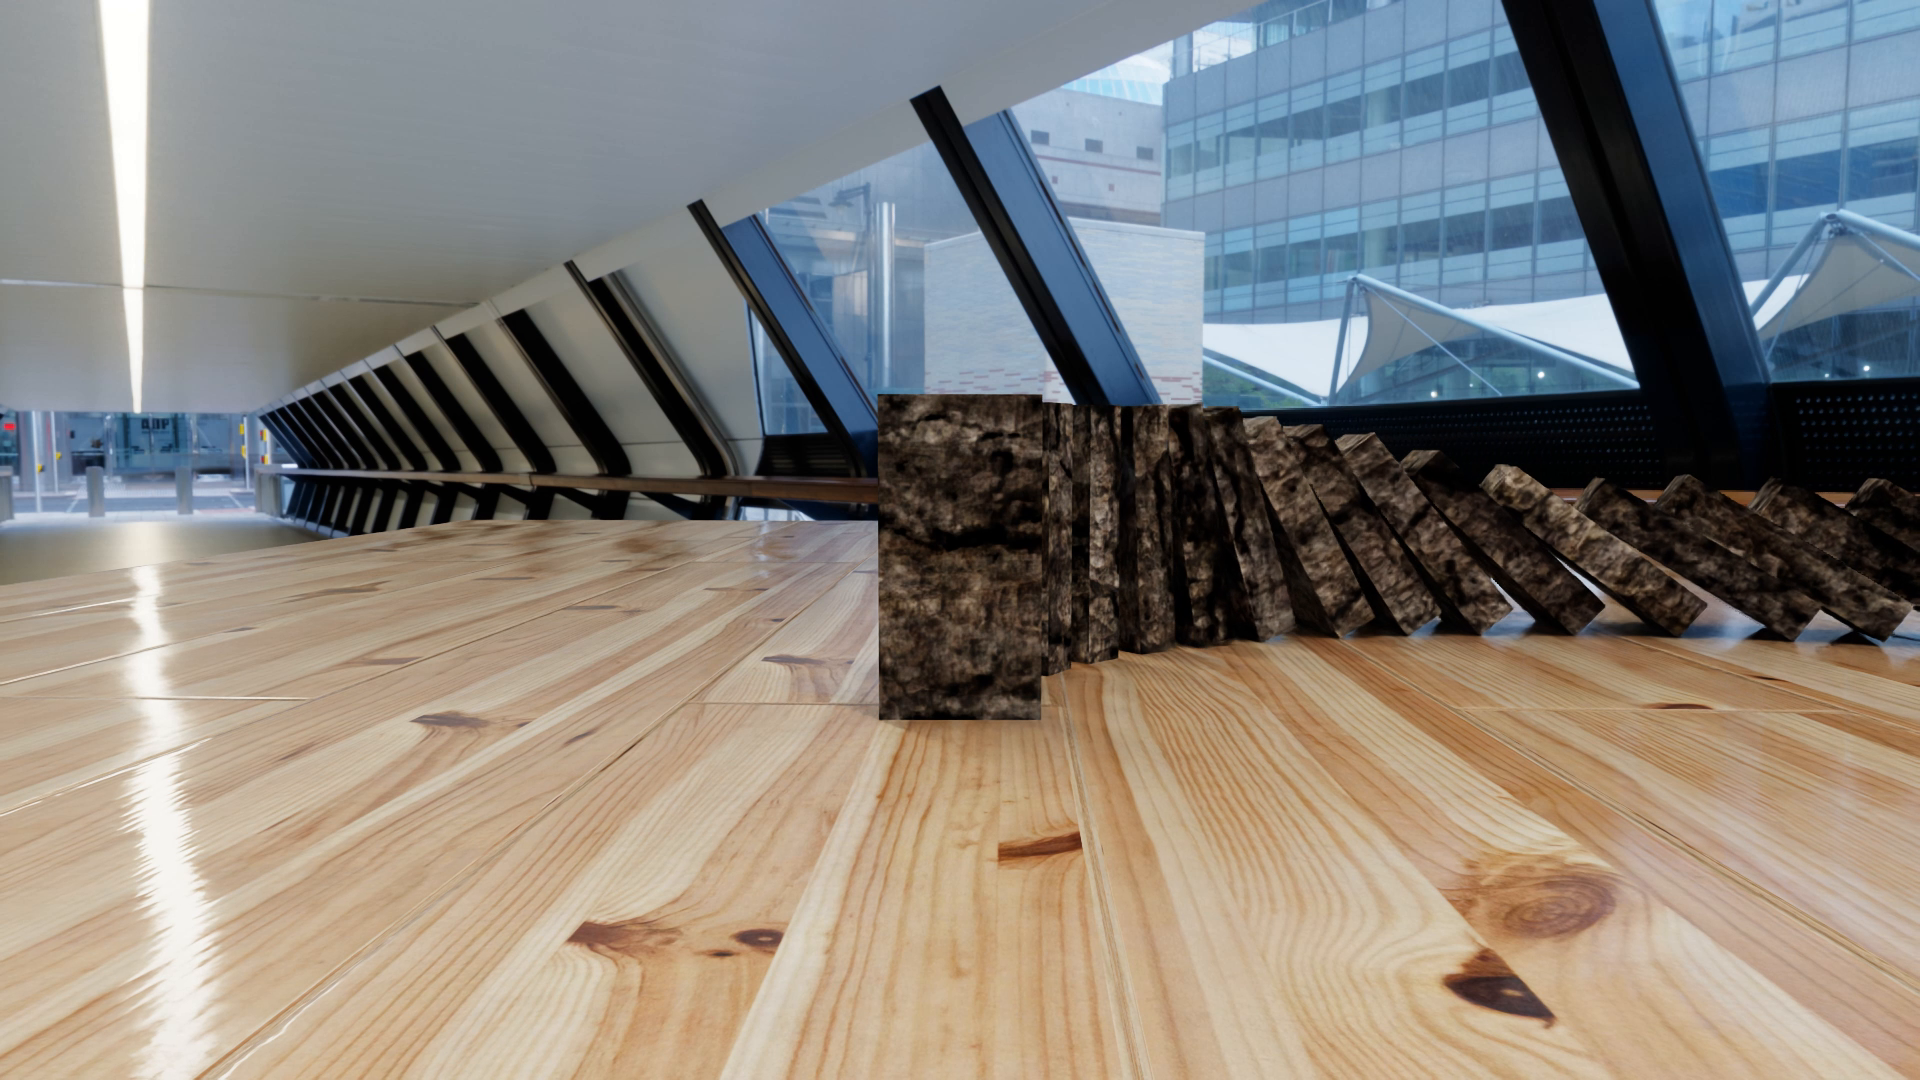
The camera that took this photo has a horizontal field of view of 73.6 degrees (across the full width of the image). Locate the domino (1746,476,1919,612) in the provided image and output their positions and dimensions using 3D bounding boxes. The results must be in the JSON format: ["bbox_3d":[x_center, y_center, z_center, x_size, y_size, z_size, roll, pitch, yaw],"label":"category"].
[{"bbox_3d":[0.200,0.004,0.280,0.050,0.010,0.025,36,17,18],"label":"domino"}]

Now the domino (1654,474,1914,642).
[{"bbox_3d":[0.182,0.003,0.288,0.050,0.010,0.025,36,15,18],"label":"domino"}]

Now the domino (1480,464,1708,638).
[{"bbox_3d":[0.144,0.002,0.296,0.050,0.010,0.025,38,12,8],"label":"domino"}]

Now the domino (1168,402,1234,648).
[{"bbox_3d":[0.045,-0.004,0.277,0.009,0.050,0.025,-13,9,-22],"label":"domino"}]

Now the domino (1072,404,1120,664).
[{"bbox_3d":[0.019,-0.002,0.258,0.025,0.050,0.009,4,6,44],"label":"domino"}]

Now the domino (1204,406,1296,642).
[{"bbox_3d":[0.057,-0.004,0.283,0.010,0.050,0.025,-20,10,-17],"label":"domino"}]

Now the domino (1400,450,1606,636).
[{"bbox_3d":[0.122,0.000,0.296,0.050,0.009,0.025,44,7,2],"label":"domino"}]

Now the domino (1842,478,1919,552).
[{"bbox_3d":[0.218,0.005,0.274,0.050,0.009,0.025,37,19,21],"label":"domino"}]

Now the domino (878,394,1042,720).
[{"bbox_3d":[0.000,0.002,0.201,0.025,0.050,0.010,0,4,0],"label":"domino"}]

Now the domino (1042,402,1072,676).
[{"bbox_3d":[0.008,-0.001,0.244,0.025,0.050,0.009,3,5,31],"label":"domino"}]

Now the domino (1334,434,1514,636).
[{"bbox_3d":[0.104,-0.002,0.295,0.009,0.050,0.025,-39,2,4],"label":"domino"}]

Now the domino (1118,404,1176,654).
[{"bbox_3d":[0.032,-0.003,0.270,0.009,0.050,0.025,-7,7,-33],"label":"domino"}]

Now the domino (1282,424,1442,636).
[{"bbox_3d":[0.088,-0.003,0.293,0.010,0.050,0.025,-34,6,-2],"label":"domino"}]

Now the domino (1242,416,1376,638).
[{"bbox_3d":[0.073,-0.003,0.290,0.009,0.050,0.025,-30,8,-6],"label":"domino"}]

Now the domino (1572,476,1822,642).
[{"bbox_3d":[0.166,0.003,0.293,0.050,0.009,0.025,35,15,15],"label":"domino"}]
